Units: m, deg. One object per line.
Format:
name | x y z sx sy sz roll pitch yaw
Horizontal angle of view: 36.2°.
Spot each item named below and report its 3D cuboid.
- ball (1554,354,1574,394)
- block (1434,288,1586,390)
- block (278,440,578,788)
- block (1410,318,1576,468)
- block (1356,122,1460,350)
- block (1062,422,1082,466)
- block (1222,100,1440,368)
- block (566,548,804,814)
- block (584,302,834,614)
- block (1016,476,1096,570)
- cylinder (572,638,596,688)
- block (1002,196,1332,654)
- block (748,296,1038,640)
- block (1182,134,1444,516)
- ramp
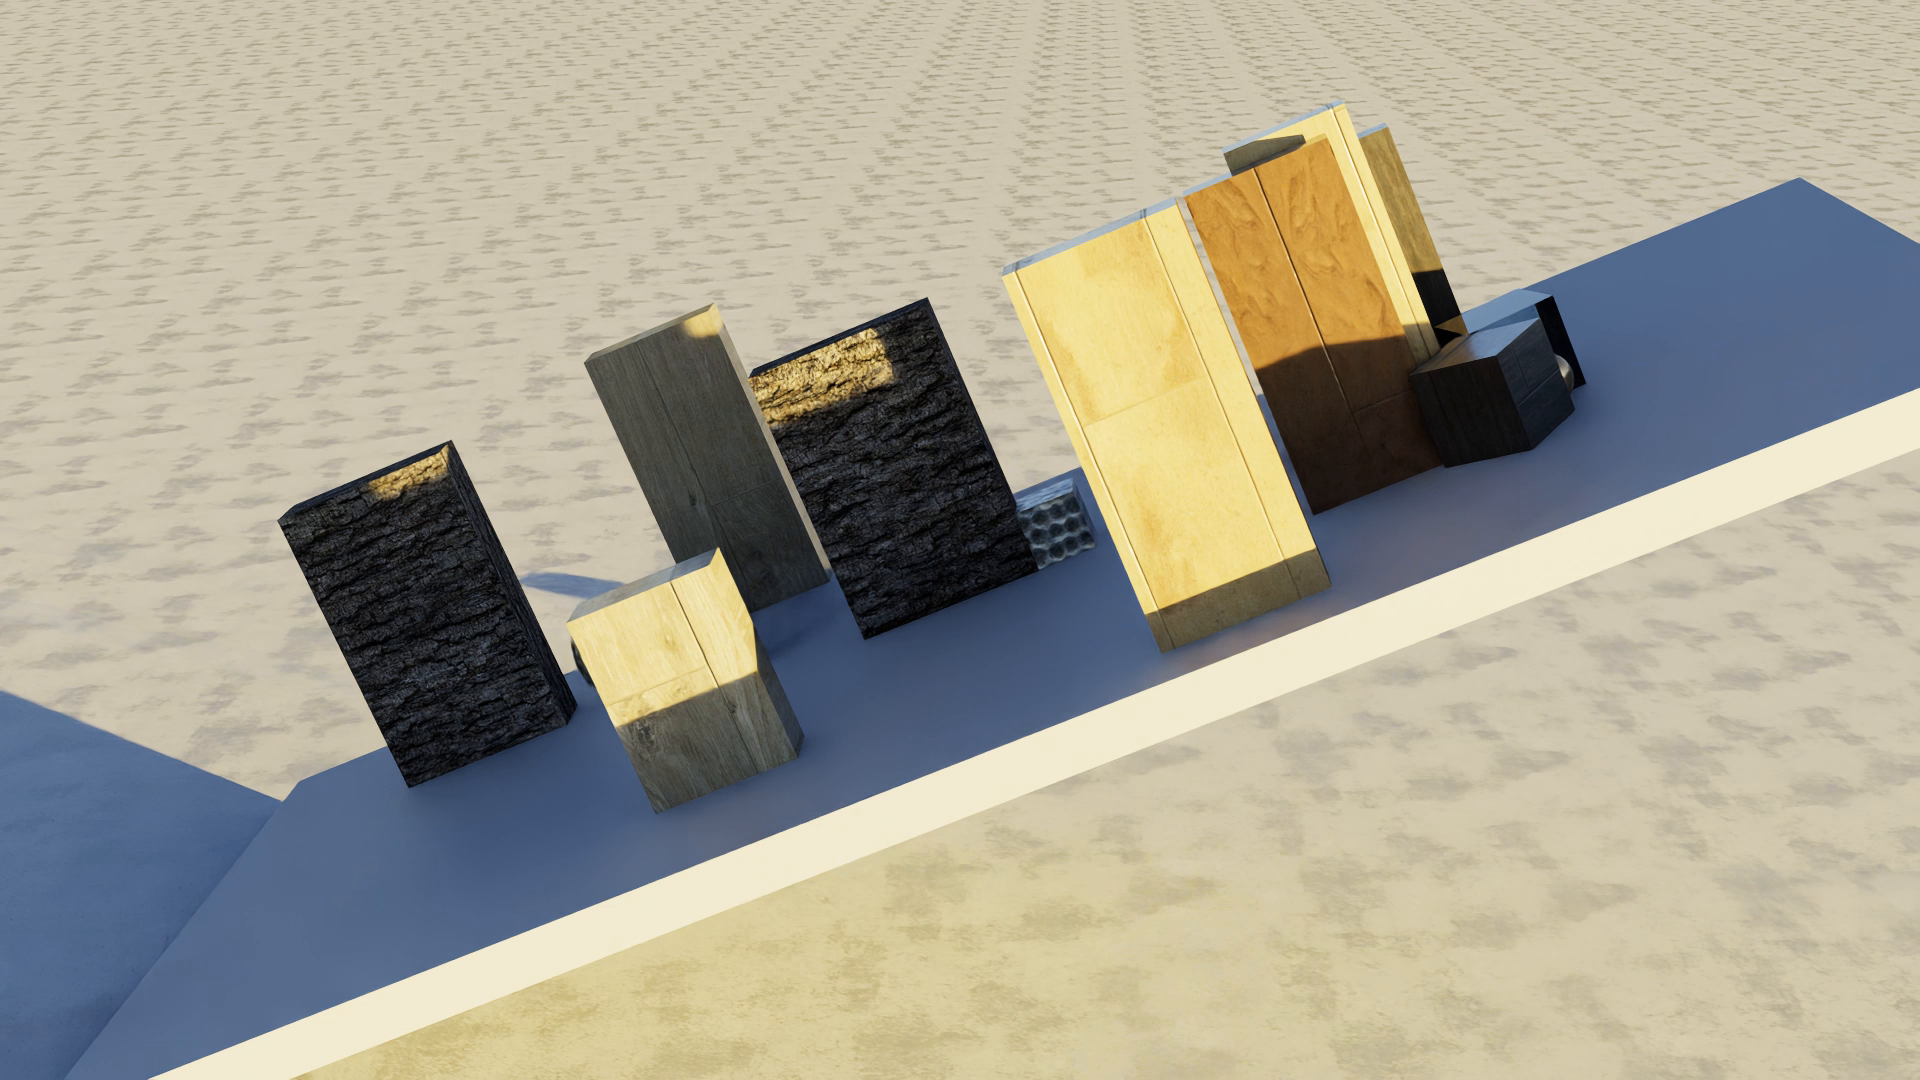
ball | 1.180 -0.322 5.928 0.114 0.114 0.114 0 14 0
block | 1.134 -0.382 6.070 0.197 0.197 0.197 -25 12 -6
block | -1.243 0.175 6.899 0.415 0.704 0.148 -22 12 8
block | 1.054 -0.291 5.823 0.202 0.202 0.202 -12 17 42
block | 0.890 -0.590 6.512 0.334 0.572 0.085 -22 12 8
block | 0.352 -0.265 7.174 0.128 0.128 0.128 -28 13 -21
block | 0.785 -0.498 5.945 0.257 0.731 0.085 -22 12 8
block | -0.541 0.279 5.832 0.309 0.425 0.141 -22 12 8
block | -0.607 -0.176 7.165 0.329 0.723 0.123 -22 12 8
block | 0.211 -0.038 6.462 0.135 0.135 0.135 -22 12 8
cylinder | -0.776 0.236 6.963 0.203 0.203 0.203 -16 5 30
block | 0.381 -0.207 5.390 0.337 0.762 0.112 -22 12 8
block | -0.140 -0.154 6.426 0.416 0.633 0.115 -22 12 8
block | 0.715 -0.426 5.856 0.301 0.696 0.081 -22 12 8
ramp | 0.128 0.172 6.287 4.000 0.100 2.000 -22 12 8
